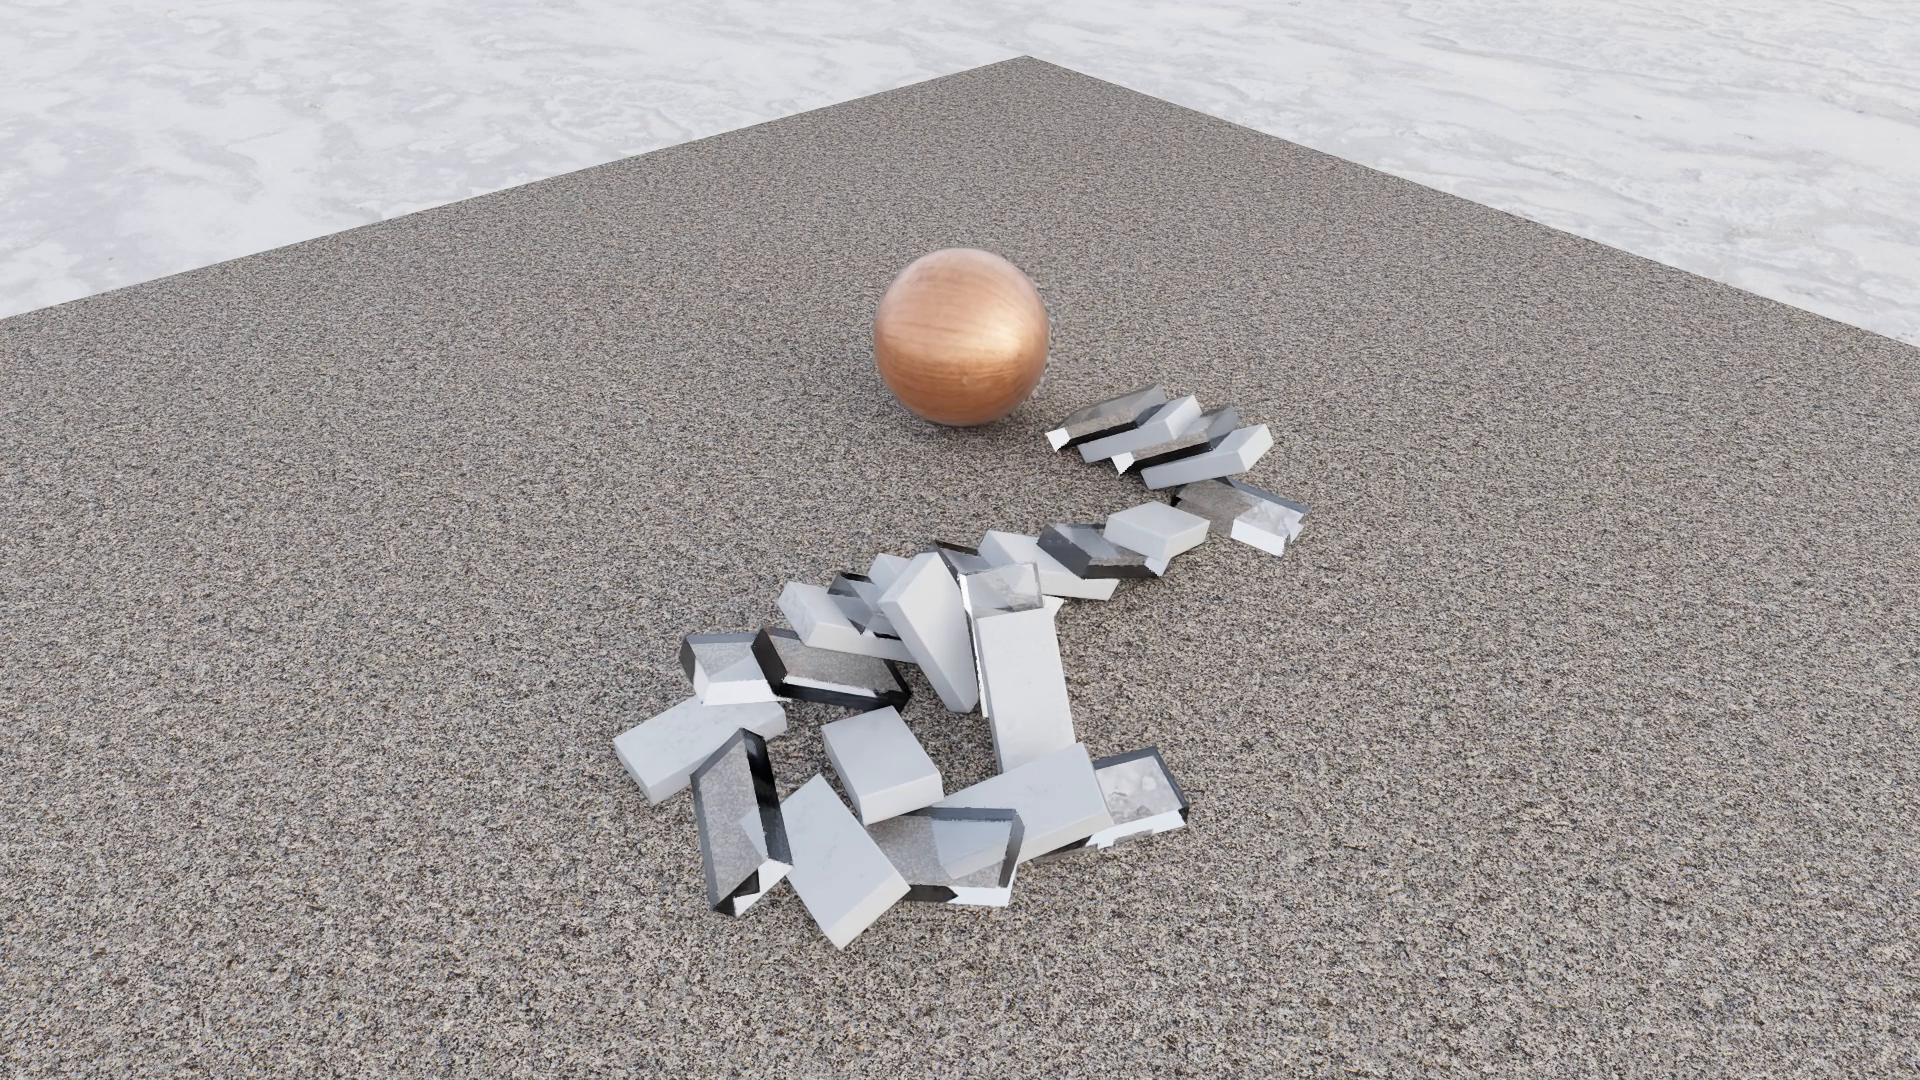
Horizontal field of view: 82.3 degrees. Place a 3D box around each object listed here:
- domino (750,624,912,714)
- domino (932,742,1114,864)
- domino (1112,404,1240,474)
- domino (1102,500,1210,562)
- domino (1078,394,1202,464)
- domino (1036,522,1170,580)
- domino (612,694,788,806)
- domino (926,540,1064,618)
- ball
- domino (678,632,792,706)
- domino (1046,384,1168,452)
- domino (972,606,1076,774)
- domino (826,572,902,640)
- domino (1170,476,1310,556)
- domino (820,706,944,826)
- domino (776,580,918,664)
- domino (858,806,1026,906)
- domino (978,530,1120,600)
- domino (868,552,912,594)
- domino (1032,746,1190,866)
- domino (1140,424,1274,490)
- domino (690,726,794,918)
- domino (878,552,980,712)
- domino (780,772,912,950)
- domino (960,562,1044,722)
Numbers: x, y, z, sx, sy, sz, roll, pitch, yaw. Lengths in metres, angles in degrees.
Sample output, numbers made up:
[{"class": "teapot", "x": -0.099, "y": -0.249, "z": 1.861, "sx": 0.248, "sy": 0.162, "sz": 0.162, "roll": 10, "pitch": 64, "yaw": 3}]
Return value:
[{"class": "domino", "x": -0.043, "y": 0.044, "z": 0.368, "sx": 0.050, "sy": 0.010, "sz": 0.025, "roll": 16, "pitch": 23, "yaw": -39}, {"class": "domino", "x": 0.018, "y": 0.082, "z": 0.329, "sx": 0.050, "sy": 0.010, "sz": 0.025, "roll": -23, "pitch": 43, "yaw": 5}, {"class": "domino", "x": 0.092, "y": -0.043, "z": 0.474, "sx": 0.050, "sy": 0.010, "sz": 0.025, "roll": -13, "pitch": 21, "yaw": 47}, {"class": "domino", "x": 0.078, "y": -0.004, "z": 0.432, "sx": 0.025, "sy": 0.009, "sz": 0.050, "roll": 23, "pitch": 19, "yaw": 25}, {"class": "domino", "x": 0.078, "y": -0.048, "z": 0.480, "sx": 0.050, "sy": 0.010, "sz": 0.025, "roll": -12, "pitch": 21, "yaw": 48}, {"class": "domino", "x": 0.056, "y": 0.004, "z": 0.421, "sx": 0.050, "sy": 0.010, "sz": 0.025, "roll": 1, "pitch": 30, "yaw": -45}, {"class": "domino", "x": -0.086, "y": 0.064, "z": 0.365, "sx": 0.050, "sy": 0.010, "sz": 0.025, "roll": -27, "pitch": 47, "yaw": -29}, {"class": "domino", "x": 0.012, "y": 0.015, "z": 0.405, "sx": 0.050, "sy": 0.010, "sz": 0.025, "roll": 13, "pitch": 26, "yaw": -40}, {"class": "ball", "x": 0.001, "y": -0.092, "z": 0.500, "sx": 0.080, "sy": 0.080, "sz": 0.080, "roll": 0, "pitch": 39, "yaw": 0}, {"class": "domino", "x": -0.067, "y": 0.043, "z": 0.376, "sx": 0.050, "sy": 0.010, "sz": 0.025, "roll": 2, "pitch": 33, "yaw": -37}, {"class": "domino", "x": 0.065, "y": -0.054, "z": 0.488, "sx": 0.050, "sy": 0.009, "sz": 0.025, "roll": -12, "pitch": 22, "yaw": 49}, {"class": "domino", "x": 0.021, "y": 0.049, "z": 0.359, "sx": 0.025, "sy": 0.009, "sz": 0.050, "roll": -8, "pitch": 82, "yaw": -10}, {"class": "domino", "x": -0.020, "y": 0.025, "z": 0.392, "sx": 0.050, "sy": 0.009, "sz": 0.025, "roll": 13, "pitch": 23, "yaw": -45}, {"class": "domino", "x": 0.116, "y": -0.012, "z": 0.459, "sx": 0.050, "sy": 0.010, "sz": 0.025, "roll": 24, "pitch": 45, "yaw": 27}, {"class": "domino", "x": -0.025, "y": 0.069, "z": 0.345, "sx": 0.025, "sy": 0.009, "sz": 0.050, "roll": -14, "pitch": 20, "yaw": -16}, {"class": "domino", "x": -0.037, "y": 0.029, "z": 0.385, "sx": 0.050, "sy": 0.009, "sz": 0.025, "roll": 15, "pitch": 22, "yaw": -41}, {"class": "domino", "x": -0.008, "y": 0.091, "z": 0.318, "sx": 0.050, "sy": 0.010, "sz": 0.025, "roll": -5, "pitch": 43, "yaw": 23}, {"class": "domino", "x": 0.034, "y": 0.010, "z": 0.414, "sx": 0.050, "sy": 0.009, "sz": 0.025, "roll": 8, "pitch": 29, "yaw": -39}, {"class": "domino", "x": -0.007, "y": 0.019, "z": 0.398, "sx": 0.050, "sy": 0.010, "sz": 0.025, "roll": 14, "pitch": 22, "yaw": -42}, {"class": "domino", "x": 0.043, "y": 0.082, "z": 0.343, "sx": 0.050, "sy": 0.010, "sz": 0.025, "roll": -11, "pitch": 41, "yaw": -13}, {"class": "domino", "x": 0.104, "y": -0.035, "z": 0.465, "sx": 0.050, "sy": 0.010, "sz": 0.025, "roll": -10, "pitch": 23, "yaw": 48}, {"class": "domino", "x": -0.066, "y": 0.084, "z": 0.330, "sx": 0.025, "sy": 0.009, "sz": 0.050, "roll": -43, "pitch": 40, "yaw": 15}, {"class": "domino", "x": -0.006, "y": 0.032, "z": 0.373, "sx": 0.010, "sy": 0.050, "sz": 0.025, "roll": -6, "pitch": 34, "yaw": 43}, {"class": "domino", "x": -0.038, "y": 0.092, "z": 0.318, "sx": 0.025, "sy": 0.009, "sz": 0.050, "roll": -38, "pitch": 38, "yaw": -13}, {"class": "domino", "x": 0.017, "y": 0.034, "z": 0.373, "sx": 0.025, "sy": 0.050, "sz": 0.009, "roll": -10, "pitch": 4, "yaw": -12}]
